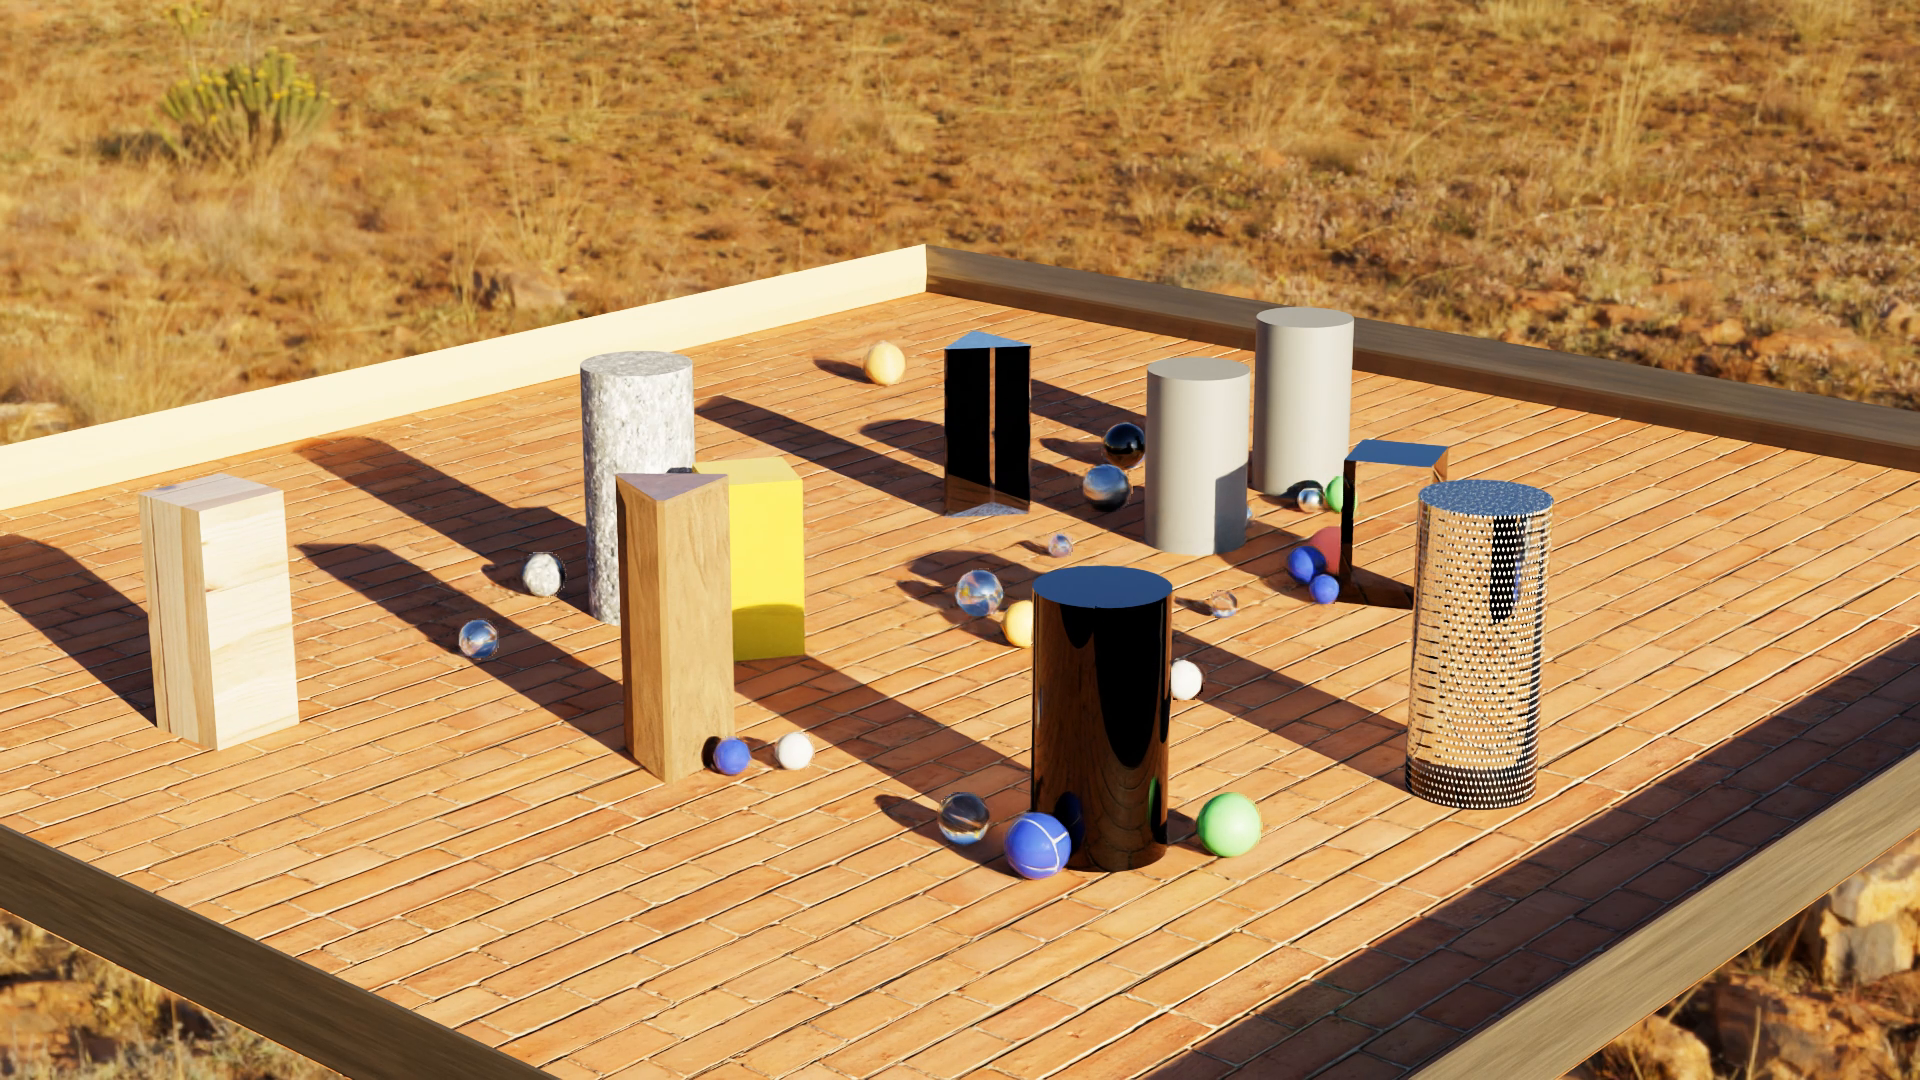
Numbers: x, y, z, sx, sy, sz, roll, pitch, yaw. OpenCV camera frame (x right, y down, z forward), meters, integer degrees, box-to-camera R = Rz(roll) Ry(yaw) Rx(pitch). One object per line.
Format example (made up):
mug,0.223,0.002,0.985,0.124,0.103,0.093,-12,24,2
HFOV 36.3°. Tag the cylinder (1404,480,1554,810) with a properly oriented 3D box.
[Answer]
cylinder,0.741,0.148,4.194,0.189,0.436,0.189,0,17,0

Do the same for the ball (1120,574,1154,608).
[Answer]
ball,0.304,0.088,5.044,0.059,0.059,0.059,0,17,0

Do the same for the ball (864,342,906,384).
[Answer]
ball,-0.170,-0.396,6.583,0.094,0.094,0.094,0,17,0

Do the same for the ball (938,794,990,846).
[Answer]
ball,0.006,0.385,4.040,0.072,0.072,0.072,0,17,0

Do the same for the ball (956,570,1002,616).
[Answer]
ball,0.033,0.091,4.999,0.080,0.080,0.080,0,17,0

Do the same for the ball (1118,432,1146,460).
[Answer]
ball,0.351,-0.192,5.977,0.056,0.056,0.056,0,17,0

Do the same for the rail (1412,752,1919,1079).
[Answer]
rail,1.284,0.353,4.053,0.045,0.122,3.698,14,22,39

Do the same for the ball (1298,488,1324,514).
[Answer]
ball,0.669,-0.076,5.604,0.049,0.049,0.049,0,17,0

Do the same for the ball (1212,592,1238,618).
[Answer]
ball,0.450,0.111,4.993,0.045,0.045,0.045,0,17,0

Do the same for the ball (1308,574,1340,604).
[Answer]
ball,0.629,0.086,5.065,0.052,0.052,0.052,0,17,0

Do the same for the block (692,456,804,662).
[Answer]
block,-0.348,0.031,4.820,0.151,0.298,0.151,-5,17,-15

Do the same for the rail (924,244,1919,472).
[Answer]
rail,1.197,-0.368,6.440,3.449,0.122,0.045,14,22,39

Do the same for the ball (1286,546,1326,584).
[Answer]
ball,0.609,0.044,5.157,0.070,0.070,0.070,0,17,0

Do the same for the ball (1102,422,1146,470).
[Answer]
ball,0.333,-0.189,5.902,0.094,0.094,0.094,0,17,0

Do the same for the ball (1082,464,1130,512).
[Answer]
ball,0.280,-0.099,5.608,0.091,0.091,0.091,0,17,0

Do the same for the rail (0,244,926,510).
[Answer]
rail,-1.284,-0.292,6.188,0.045,0.122,3.698,14,22,39

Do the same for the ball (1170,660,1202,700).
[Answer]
ball,0.349,0.220,4.601,0.062,0.062,0.062,0,17,0

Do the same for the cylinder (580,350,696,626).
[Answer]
cylinder,-0.543,-0.088,4.979,0.189,0.434,0.189,0,17,0

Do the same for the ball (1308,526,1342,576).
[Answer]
ball,0.665,0.019,5.216,0.090,0.090,0.090,0,17,0

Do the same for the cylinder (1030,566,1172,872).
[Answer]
cylinder,0.191,0.242,3.988,0.189,0.376,0.189,0,17,0

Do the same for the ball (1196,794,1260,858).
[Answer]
ball,0.366,0.389,3.999,0.087,0.087,0.087,0,17,0

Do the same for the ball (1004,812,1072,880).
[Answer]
ball,0.104,0.410,3.926,0.090,0.090,0.090,0,17,0

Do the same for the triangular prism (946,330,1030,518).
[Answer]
triangular prism,0.040,-0.225,5.612,0.163,0.329,0.141,-3,17,-10

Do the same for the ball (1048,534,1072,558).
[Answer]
ball,0.181,0.011,5.328,0.042,0.042,0.042,0,17,0

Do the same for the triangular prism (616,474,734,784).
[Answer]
triangular prism,-0.441,0.119,4.304,0.141,0.428,0.163,10,19,30

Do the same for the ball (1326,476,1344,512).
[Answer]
ball,0.734,-0.088,5.601,0.073,0.073,0.073,0,17,0

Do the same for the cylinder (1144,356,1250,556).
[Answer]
cylinder,0.435,-0.156,5.388,0.189,0.327,0.189,0,17,0

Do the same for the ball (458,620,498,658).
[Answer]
ball,-0.787,0.162,4.792,0.064,0.064,0.064,0,17,0

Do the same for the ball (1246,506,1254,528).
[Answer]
ball,0.528,-0.043,5.501,0.045,0.045,0.045,0,17,0

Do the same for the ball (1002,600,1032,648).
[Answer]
ball,0.107,0.139,4.842,0.078,0.078,0.078,0,17,0

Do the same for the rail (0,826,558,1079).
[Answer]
rail,-1.197,0.429,3.801,3.449,0.122,0.045,14,22,39

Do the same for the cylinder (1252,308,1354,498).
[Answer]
cylinder,0.670,-0.270,5.742,0.189,0.340,0.189,0,17,0

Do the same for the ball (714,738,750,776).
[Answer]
ball,-0.334,0.317,4.294,0.054,0.054,0.054,0,17,0

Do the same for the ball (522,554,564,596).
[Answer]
ball,-0.726,0.061,5.105,0.075,0.075,0.075,0,17,0

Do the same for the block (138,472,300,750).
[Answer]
block,-1.121,0.107,4.440,0.151,0.373,0.151,14,21,38

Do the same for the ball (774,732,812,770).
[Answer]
ball,-0.245,0.311,4.312,0.056,0.056,0.056,0,17,0

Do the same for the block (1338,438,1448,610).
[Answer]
block,0.752,-0.027,5.086,0.151,0.256,0.151,6,18,19
